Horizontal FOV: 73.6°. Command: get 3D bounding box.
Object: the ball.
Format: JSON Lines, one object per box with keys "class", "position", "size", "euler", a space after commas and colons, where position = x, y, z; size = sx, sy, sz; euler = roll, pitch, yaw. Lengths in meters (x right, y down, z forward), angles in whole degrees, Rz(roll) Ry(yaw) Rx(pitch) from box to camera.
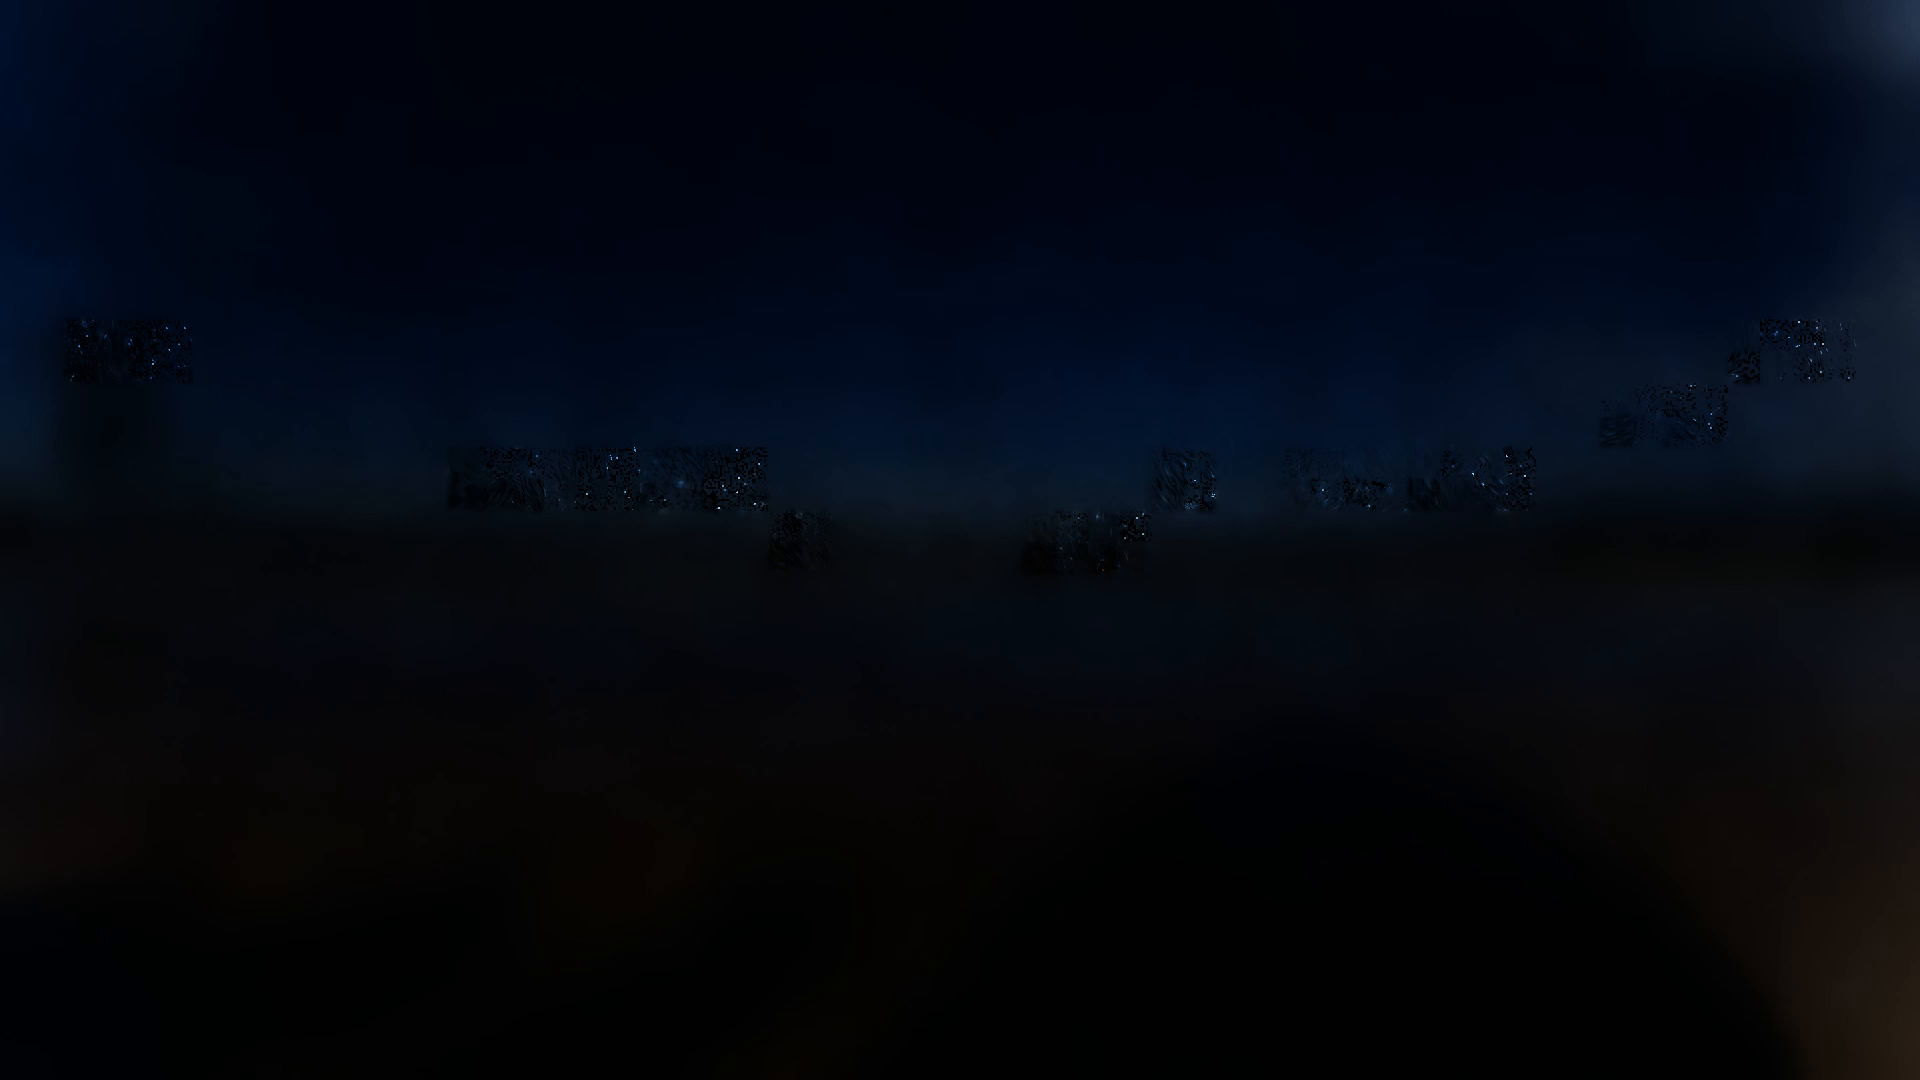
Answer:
{"class": "ball", "position": [0.000, -0.002, 0.056], "size": [0.080, 0.080, 0.080], "euler": [0, 4, 0]}
